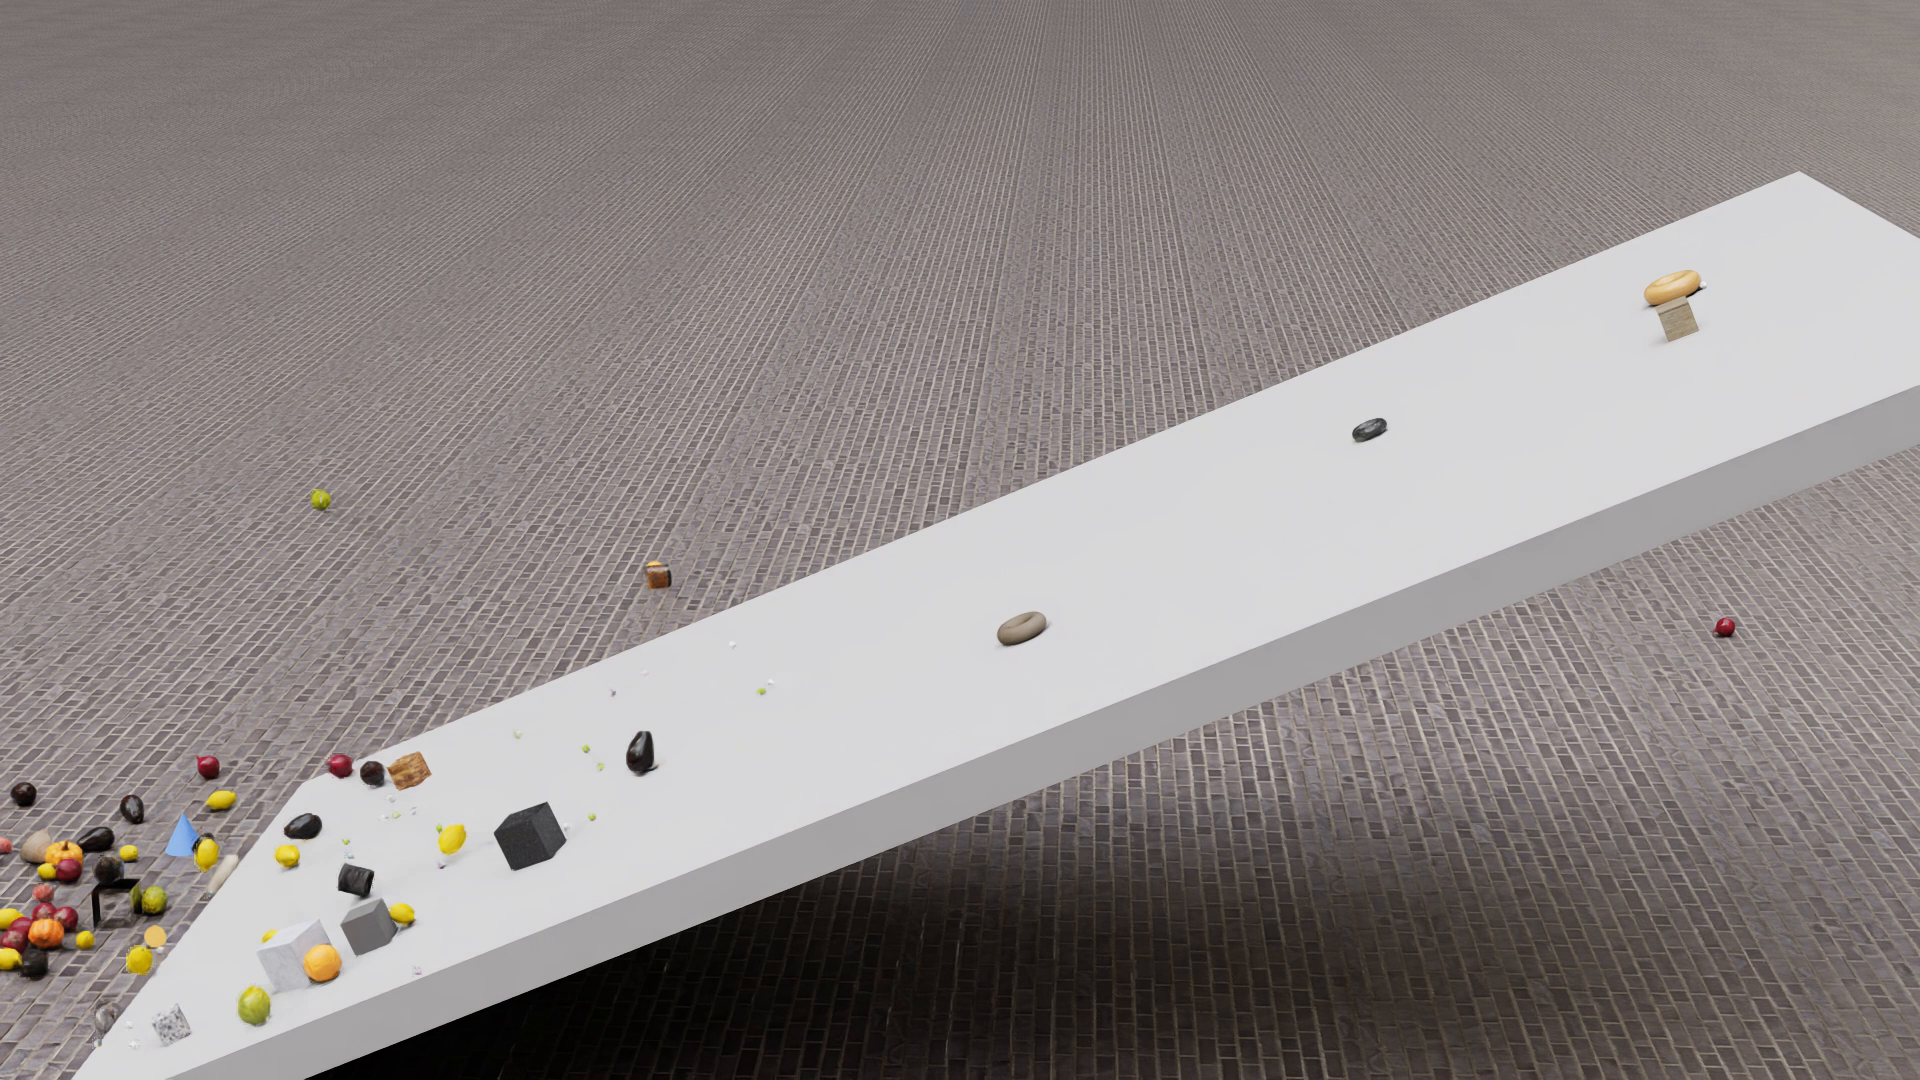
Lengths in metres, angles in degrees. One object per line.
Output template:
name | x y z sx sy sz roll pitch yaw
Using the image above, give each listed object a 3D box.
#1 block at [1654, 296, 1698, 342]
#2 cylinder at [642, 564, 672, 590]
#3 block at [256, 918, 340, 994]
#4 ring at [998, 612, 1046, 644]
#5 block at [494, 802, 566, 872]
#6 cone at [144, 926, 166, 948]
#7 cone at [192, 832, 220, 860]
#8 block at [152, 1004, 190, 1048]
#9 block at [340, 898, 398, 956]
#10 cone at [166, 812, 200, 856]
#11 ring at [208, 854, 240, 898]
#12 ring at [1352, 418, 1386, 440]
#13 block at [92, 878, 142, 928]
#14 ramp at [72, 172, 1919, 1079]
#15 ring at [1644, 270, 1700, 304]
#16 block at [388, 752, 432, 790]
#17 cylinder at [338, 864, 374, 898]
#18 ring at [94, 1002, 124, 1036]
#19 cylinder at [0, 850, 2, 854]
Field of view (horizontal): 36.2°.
block | 1.469 -0.453 6.026 0.065 0.065 0.065 -21 13 12
cylinder | -0.994 0.120 9.650 0.077 0.077 0.077 -6 16 -20
block | -1.301 0.818 5.783 0.096 0.096 0.096 -16 15 31
ring | 0.125 0.179 5.951 0.106 0.035 0.106 -22 14 6
block | -0.864 0.596 5.910 0.091 0.091 0.091 -19 13 19
cone | -1.851 0.912 6.726 0.051 0.051 0.051 -14 -7 -42
cone | -1.849 0.768 7.261 0.067 0.067 0.067 38 30 19
block | -1.550 0.953 5.776 0.055 0.055 0.055 -26 13 -11
block | -1.167 0.765 5.809 0.073 0.073 0.073 -22 13 8
cone | -1.927 0.722 7.304 0.098 0.098 0.098 0 15 0
ring | -1.750 0.800 6.996 0.038 0.113 0.113 28 14 -5
ring | 0.878 -0.237 6.306 0.080 0.027 0.080 -24 11 5
block | -1.962 0.846 6.848 0.088 0.088 0.088 0 15 1
ramp | 0.129 0.171 6.286 4.000 0.100 2.000 -22 13 8
ring | 1.534 -0.543 6.333 0.126 0.042 0.126 -23 11 5
block | -1.308 0.549 6.988 0.062 0.062 0.062 -17 14 29
cylinder | -1.269 0.714 6.173 0.058 0.058 0.058 13 16 3
ring | -1.798 1.017 6.227 0.028 0.083 0.083 -30 1 25
cylinder | -2.378 0.772 7.208 0.050 0.050 0.050 -3 15 -13
